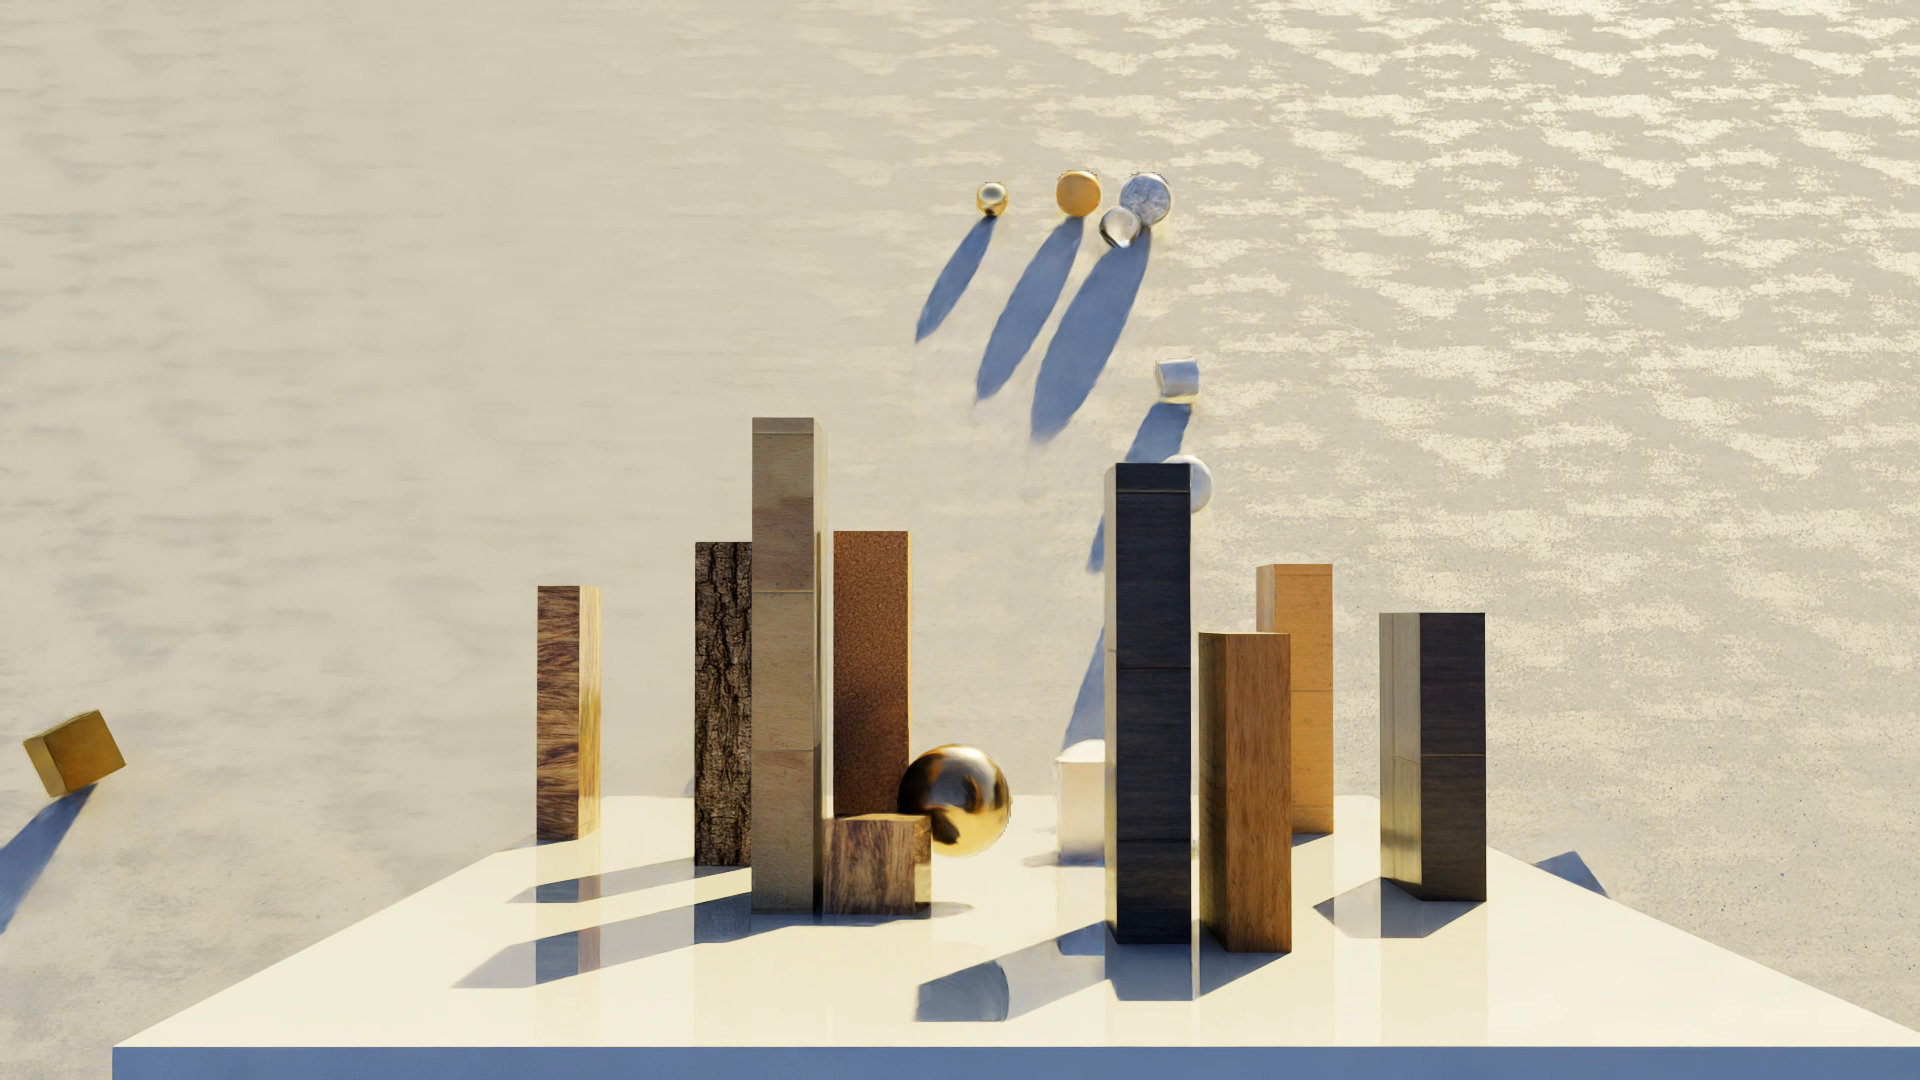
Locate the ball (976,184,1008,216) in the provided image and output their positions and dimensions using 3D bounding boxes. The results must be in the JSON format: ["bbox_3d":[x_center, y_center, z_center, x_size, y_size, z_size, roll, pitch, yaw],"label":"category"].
[{"bbox_3d":[0.120,-1.265,9.649,0.120,0.120,0.120,0,35,0],"label":"ball"}]

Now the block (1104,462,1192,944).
[{"bbox_3d":[0.278,0.238,3.876,0.107,0.689,0.301,0,-2,0],"label":"block"}]

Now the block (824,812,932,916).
[{"bbox_3d":[-0.132,0.518,4.161,0.148,0.148,0.148,0,-2,9],"label":"block"}]

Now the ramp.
[{"bbox_3d":[0.077,0.662,4.825,2.000,0.100,4.000,0,-2,0],"label":"ramp"}]

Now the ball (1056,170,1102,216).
[{"bbox_3d":[0.440,-1.285,9.636,0.170,0.170,0.170,0,35,0],"label":"ball"}]

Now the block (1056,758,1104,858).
[{"bbox_3d":[0.287,0.528,5.132,0.186,0.186,0.186,0,-2,-1],"label":"block"}]

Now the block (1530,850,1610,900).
[{"bbox_3d":[1.223,0.753,5.342,0.143,0.143,0.143,-13,54,-29],"label":"block"}]

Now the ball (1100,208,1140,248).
[{"bbox_3d":[0.580,-1.134,9.435,0.149,0.149,0.149,0,35,0],"label":"ball"}]

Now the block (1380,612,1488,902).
[{"bbox_3d":[0.813,0.363,4.489,0.108,0.475,0.417,0,-2,0],"label":"block"}]

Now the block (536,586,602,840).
[{"bbox_3d":[-0.848,0.369,5.642,0.089,0.535,0.331,0,-2,0],"label":"block"}]

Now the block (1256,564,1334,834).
[{"bbox_3d":[0.745,0.349,5.796,0.127,0.584,0.345,0,-2,0],"label":"block"}]

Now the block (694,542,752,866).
[{"bbox_3d":[-0.440,0.312,5.024,0.121,0.611,0.257,0,-2,0],"label":"block"}]

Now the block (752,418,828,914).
[{"bbox_3d":[-0.280,0.204,4.309,0.097,0.784,0.425,0,-2,0],"label":"block"}]

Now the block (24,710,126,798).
[{"bbox_3d":[-2.354,0.568,6.904,0.167,0.167,0.167,-29,9,-36],"label":"block"}]

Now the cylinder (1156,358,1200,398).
[{"bbox_3d":[0.719,-0.535,8.584,0.122,0.122,0.122,-6,35,-6],"label":"cylinder"}]

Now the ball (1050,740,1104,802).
[{"bbox_3d":[0.300,0.545,5.827,0.194,0.194,0.194,0,35,0],"label":"ball"}]

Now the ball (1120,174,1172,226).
[{"bbox_3d":[0.684,-1.253,9.566,0.195,0.195,0.195,0,35,0],"label":"ball"}]

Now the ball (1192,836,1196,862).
[{"bbox_3d":[0.352,0.542,4.562,0.122,0.122,0.122,0,35,0],"label":"ball"}]

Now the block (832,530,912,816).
[{"bbox_3d":[-0.151,0.295,4.515,0.126,0.614,0.282,0,-2,0],"label":"block"}]

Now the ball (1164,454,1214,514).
[{"bbox_3d":[0.686,-0.168,8.010,0.190,0.190,0.190,0,35,0],"label":"ball"}]

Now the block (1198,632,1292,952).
[{"bbox_3d":[0.417,0.359,3.837,0.091,0.444,0.418,0,-2,0],"label":"block"}]

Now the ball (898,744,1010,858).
[{"bbox_3d":[-0.010,0.433,4.317,0.187,0.187,0.187,0,35,0],"label":"ball"}]
